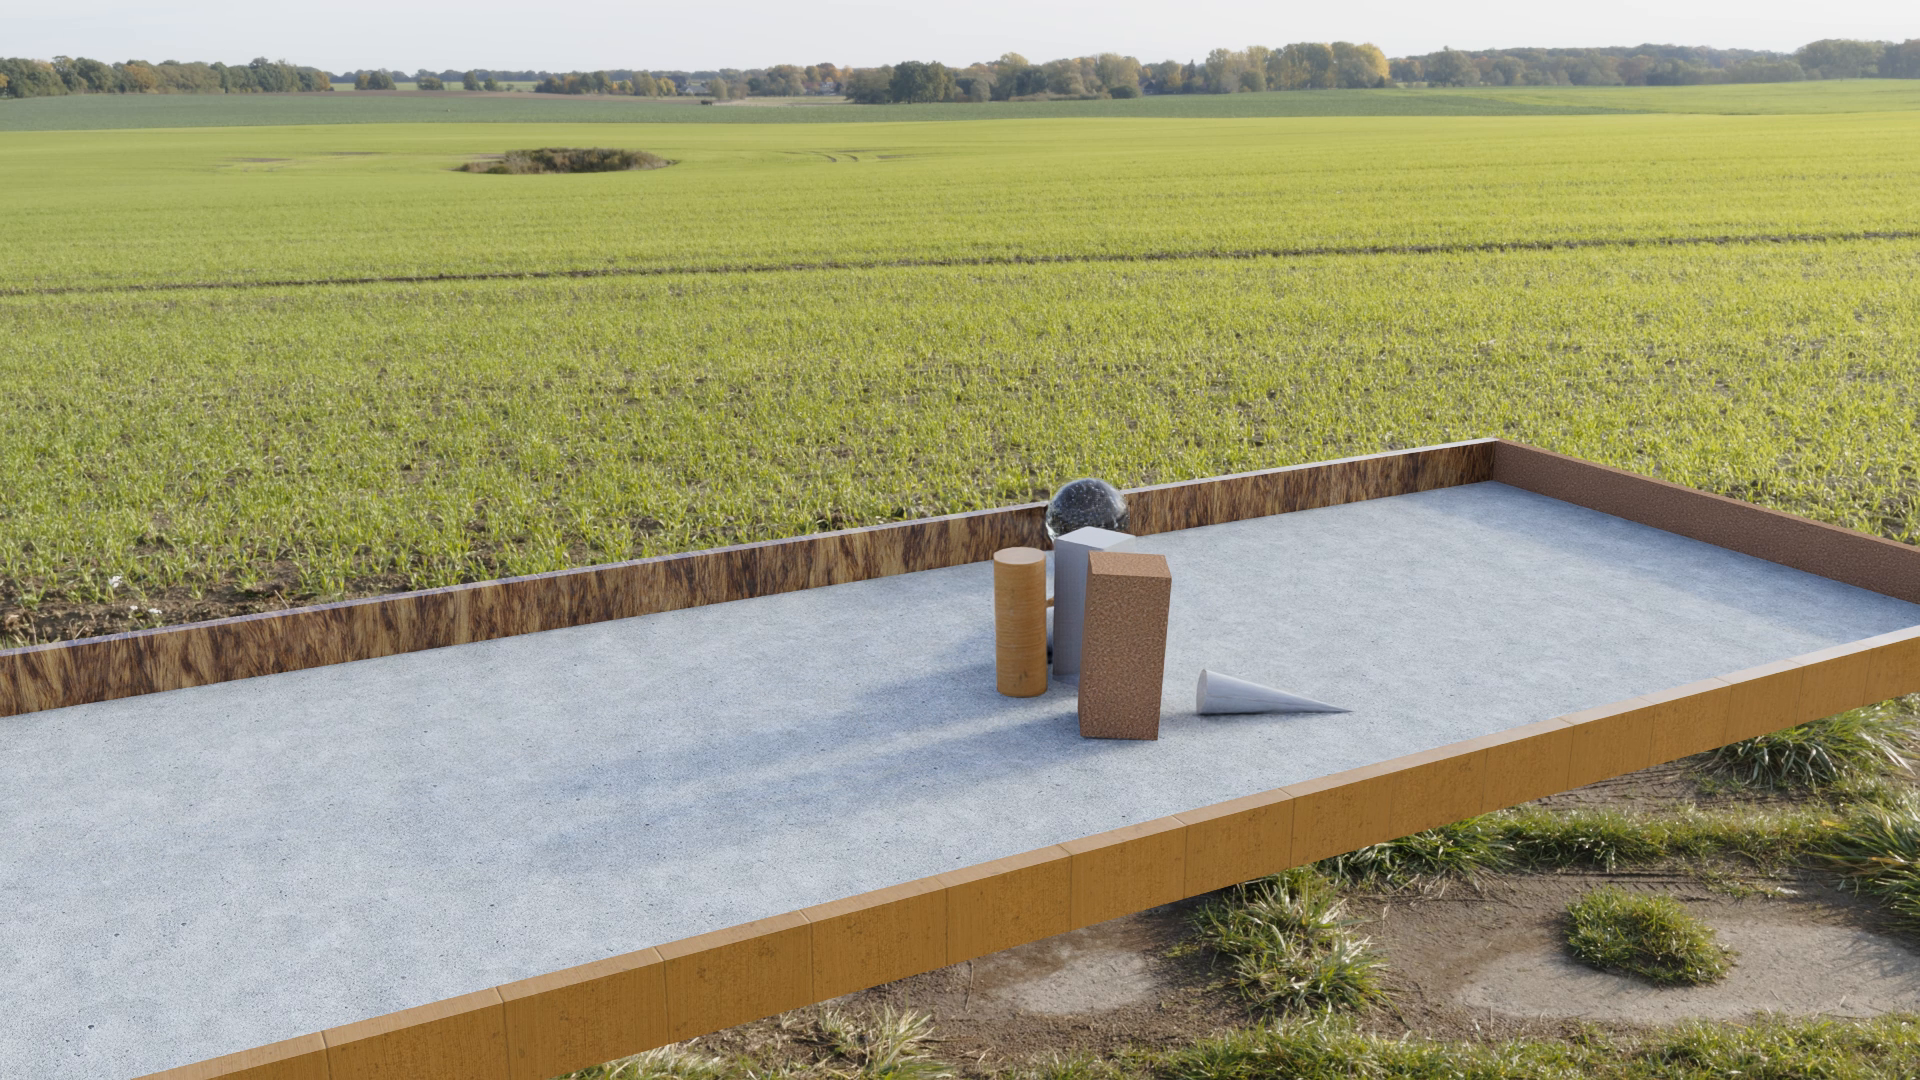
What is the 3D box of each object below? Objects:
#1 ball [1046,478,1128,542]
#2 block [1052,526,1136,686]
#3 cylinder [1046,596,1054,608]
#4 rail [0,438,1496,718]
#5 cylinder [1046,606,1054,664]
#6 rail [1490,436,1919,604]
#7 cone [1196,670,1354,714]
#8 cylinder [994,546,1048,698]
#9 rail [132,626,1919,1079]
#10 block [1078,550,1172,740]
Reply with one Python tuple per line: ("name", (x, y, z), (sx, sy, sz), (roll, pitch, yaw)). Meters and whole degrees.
("ball", (0.395, -0.065, 5.121), (0.257, 0.257, 0.257), (0, 16, 0))
("block", (0.333, 0.171, 4.112), (0.143, 0.372, 0.143), (13, 21, 37))
("cylinder", (0.329, 0.176, 4.556), (0.112, 0.112, 0.313), (9, 18, 27))
("rail", (-3.305, 0.497, 3.399), (12.000, 0.150, 0.050), (-9, 18, -27))
("cylinder", (0.304, 0.232, 4.312), (0.360, 0.143, 0.143), (-11, 20, -33))
("rail", (2.466, -0.048, 5.253), (0.050, 0.150, 2.100), (-9, 18, -27))
("cone", (0.763, 0.387, 3.942), (0.380, 0.110, 0.110), (8, 16, -3))
("cylinder", (0.149, 0.202, 4.038), (0.127, 0.348, 0.127), (-2, 19, 1))
("rail", (-2.336, 1.006, 1.665), (12.000, 0.150, 0.050), (-9, 18, -27))
("block", (0.377, 0.243, 3.818), (0.177, 0.393, 0.177), (3, 16, 1))
